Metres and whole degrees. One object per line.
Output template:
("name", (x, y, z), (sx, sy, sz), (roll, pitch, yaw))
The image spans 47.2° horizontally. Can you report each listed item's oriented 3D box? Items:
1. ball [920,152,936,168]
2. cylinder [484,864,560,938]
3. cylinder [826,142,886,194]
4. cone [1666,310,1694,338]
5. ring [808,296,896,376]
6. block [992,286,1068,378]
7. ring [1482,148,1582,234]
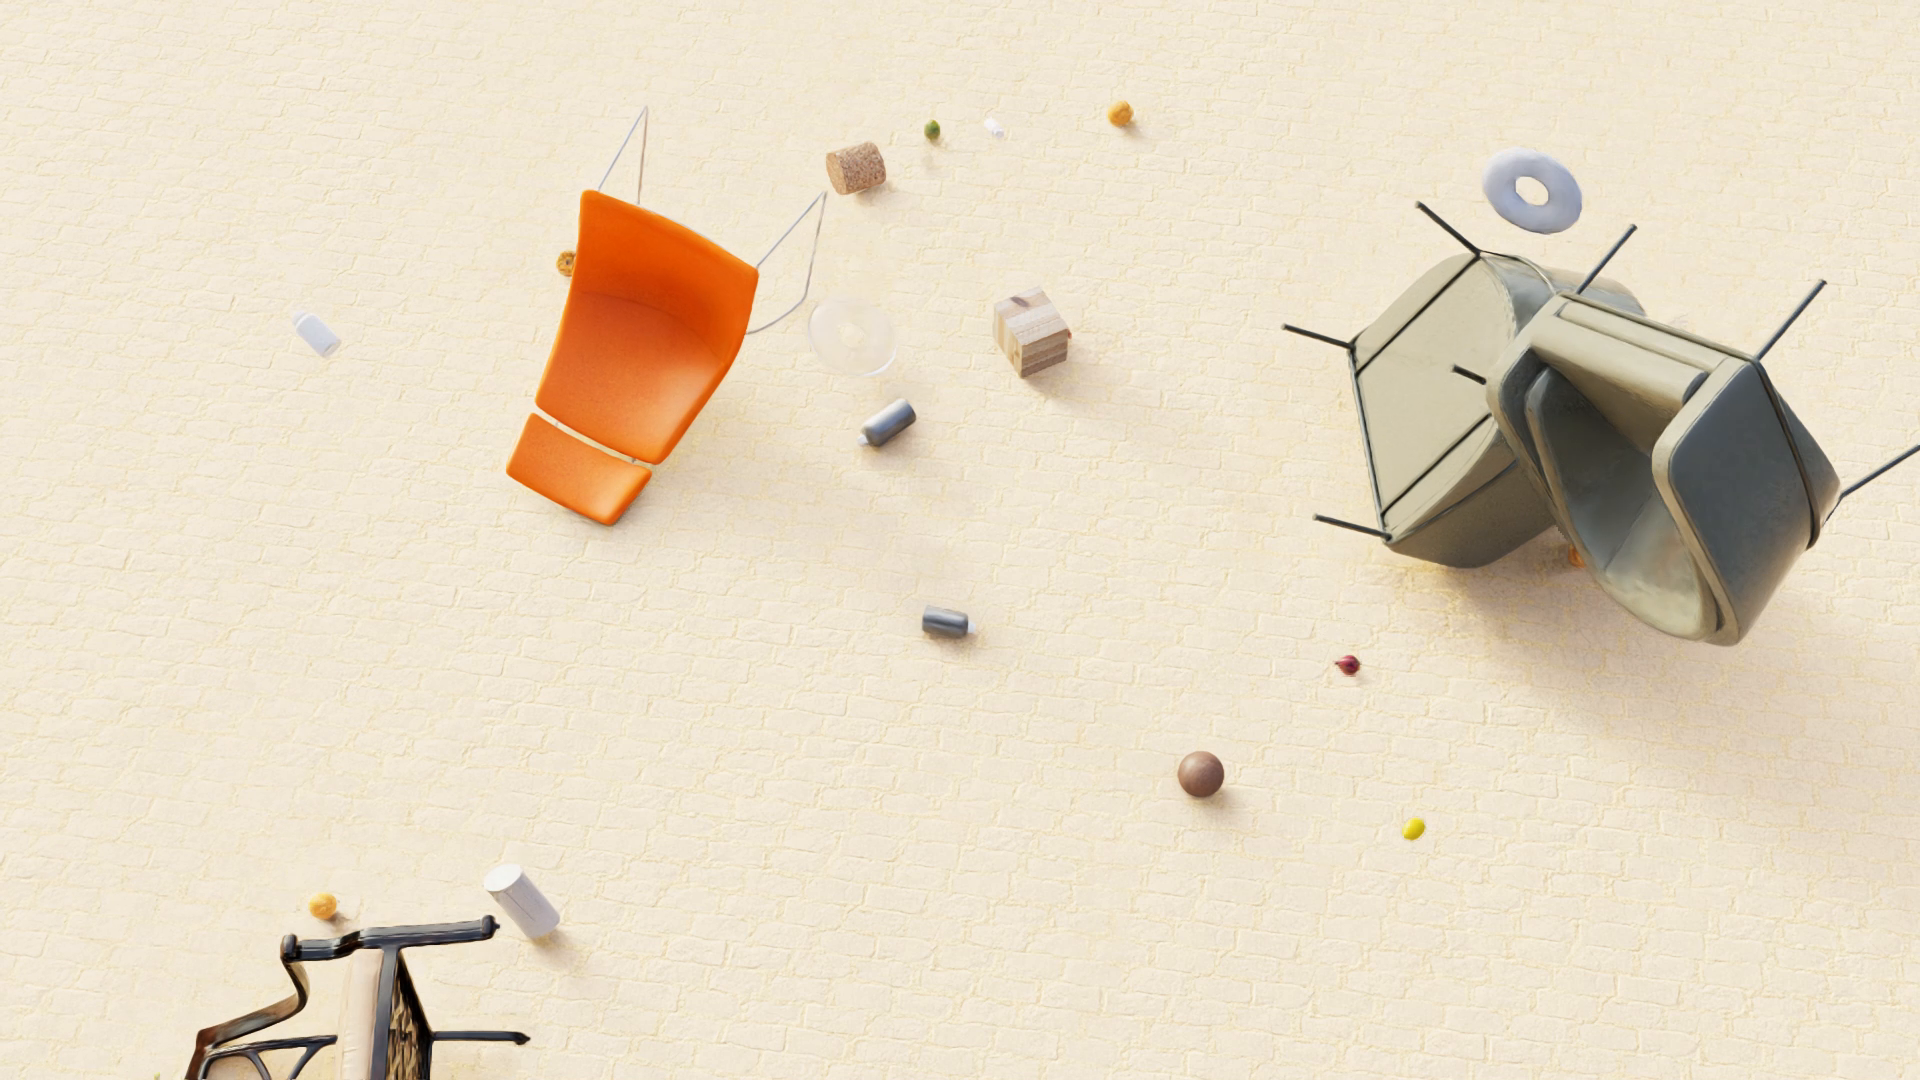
("ball", (-0.109, -1.278, 7.401), (0.050, 0.050, 0.050), (0, 56, 0))
("cylinder", (-1.156, 0.951, 5.799), (0.123, 0.192, 0.091), (-9, 38, 30))
("cylinder", (-0.327, -1.170, 6.917), (0.163, 0.081, 0.142), (-24, 91, -40))
("cone", (2.055, -0.624, 6.246), (0.085, 0.054, 0.053), (-48, 71, 13))
("ring", (-0.337, -0.639, 6.884), (0.297, 0.096, 0.253), (30, 66, -4))
("block", (0.221, -0.654, 6.916), (0.165, 0.161, 0.190), (-23, 59, -15))
("ring", (1.695, -1.035, 6.519), (0.322, 0.234, 0.072), (35, 36, 15))
